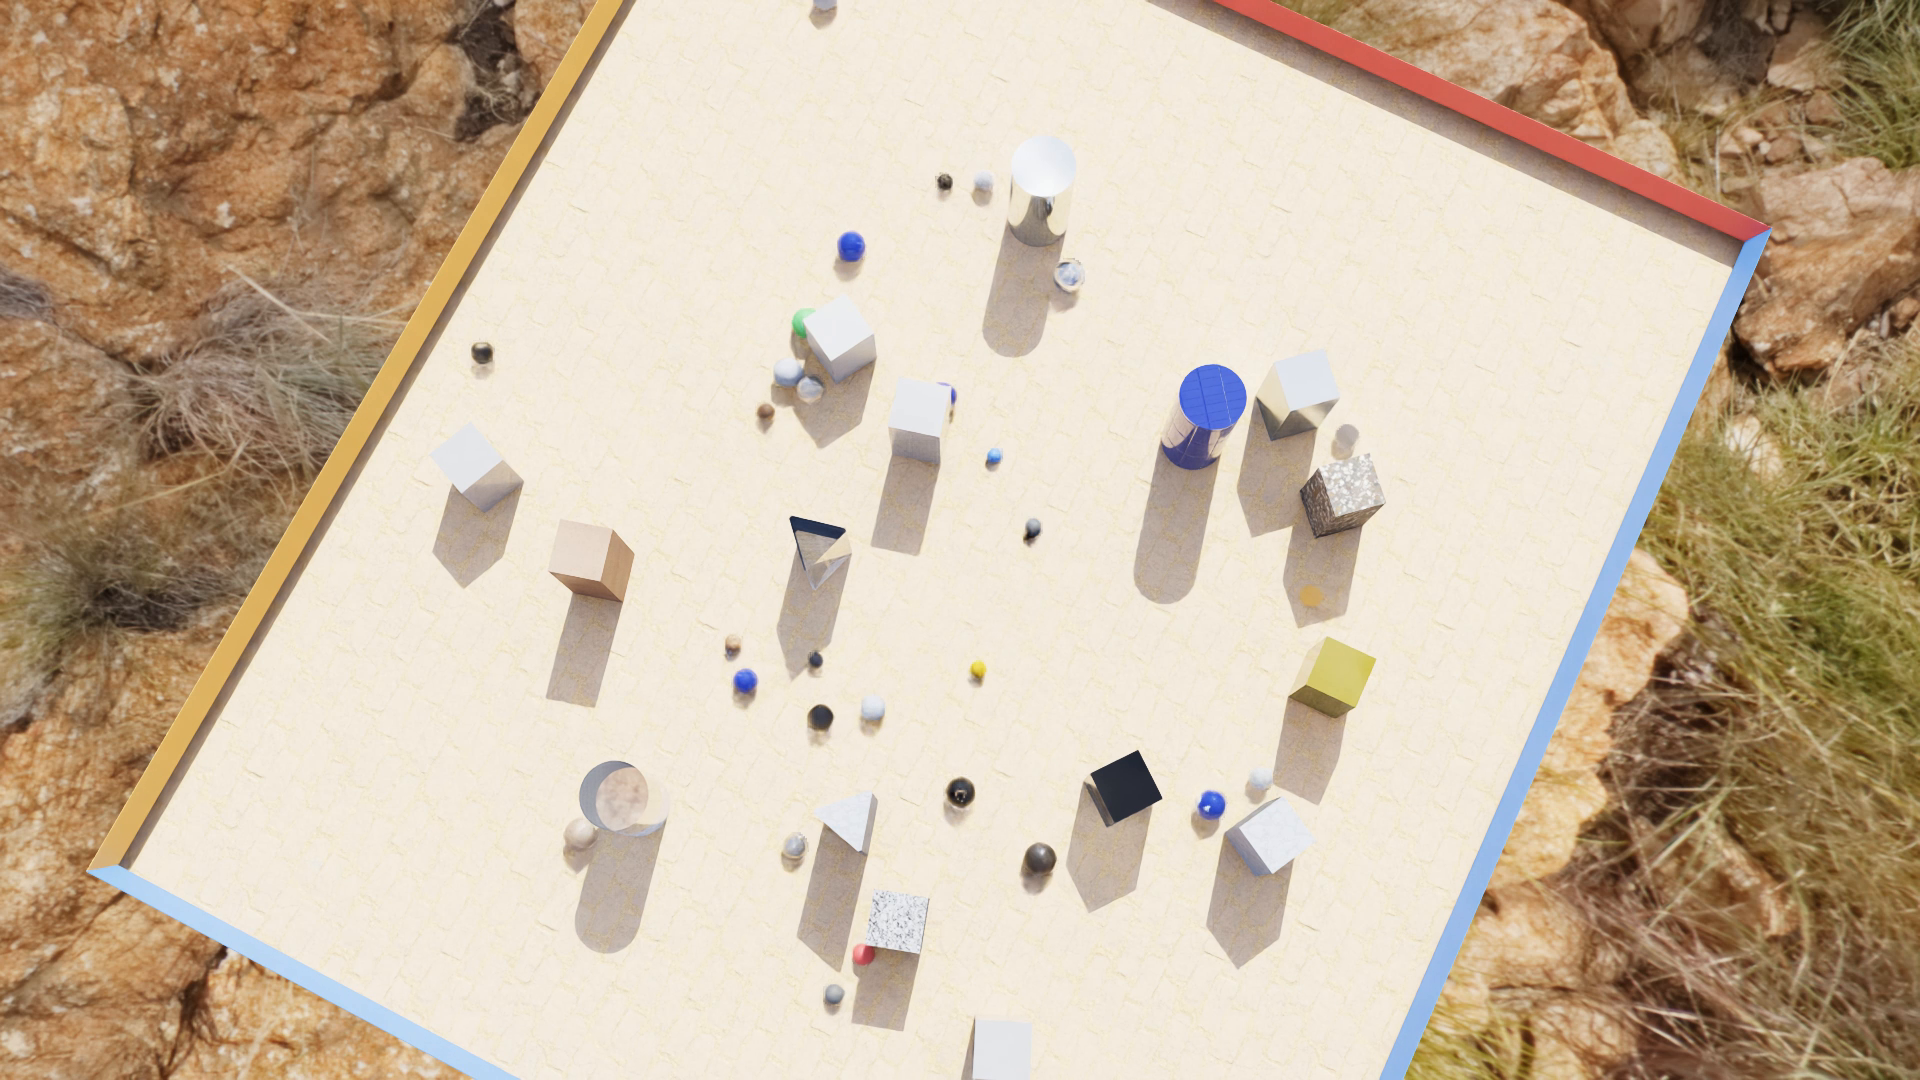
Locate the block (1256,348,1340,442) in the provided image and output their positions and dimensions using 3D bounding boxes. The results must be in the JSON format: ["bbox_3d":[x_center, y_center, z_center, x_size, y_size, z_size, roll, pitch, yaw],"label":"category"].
[{"bbox_3d":[1.016,-0.434,5.529,0.155,0.347,0.155,-16,79,-3],"label":"block"}]

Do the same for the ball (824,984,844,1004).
[{"bbox_3d":[-0.364,1.316,5.314,0.058,0.058,0.058,0,78,0],"label":"ball"}]

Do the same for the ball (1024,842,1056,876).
[{"bbox_3d":[0.235,0.934,5.374,0.096,0.096,0.096,0,78,0],"label":"ball"}]

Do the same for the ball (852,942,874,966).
[{"bbox_3d":[-0.280,1.206,5.334,0.064,0.064,0.064,0,78,0],"label":"ball"}]

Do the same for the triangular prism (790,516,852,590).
[{"bbox_3d":[-0.440,0.013,5.452,0.145,0.316,0.168,43,81,8],"label":"triangular prism"}]

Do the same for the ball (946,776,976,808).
[{"bbox_3d":[0.002,0.745,5.416,0.091,0.091,0.091,0,78,0],"label":"ball"}]

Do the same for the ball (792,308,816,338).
[{"bbox_3d":[-0.475,-0.677,5.707,0.097,0.097,0.097,0,78,0],"label":"ball"}]

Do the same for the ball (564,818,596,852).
[{"bbox_3d":[-1.117,0.867,5.388,0.096,0.096,0.096,0,78,0],"label":"ball"}]

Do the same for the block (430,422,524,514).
[{"bbox_3d":[-1.453,-0.216,5.522,0.155,0.272,0.155,-41,81,-8],"label":"block"}]

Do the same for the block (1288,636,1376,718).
[{"bbox_3d":[1.090,0.406,5.381,0.155,0.296,0.155,25,79,5],"label":"block"}]

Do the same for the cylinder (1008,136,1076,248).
[{"bbox_3d":[0.248,-1.065,5.625,0.194,0.416,0.194,0,78,0],"label":"cylinder"}]

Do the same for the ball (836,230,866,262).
[{"bbox_3d":[-0.342,-0.924,5.759,0.095,0.095,0.095,0,78,0],"label":"ball"}]

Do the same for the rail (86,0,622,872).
[{"bbox_3d":[-1.604,-0.779,5.712,0.045,0.126,4.016,26,80,5],"label":"rail"}]

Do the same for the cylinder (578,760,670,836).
[{"bbox_3d":[-0.959,0.747,5.265,0.194,0.385,0.194,0,78,0],"label":"cylinder"}]

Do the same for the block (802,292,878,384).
[{"bbox_3d":[-0.366,-0.615,5.619,0.155,0.245,0.155,-34,80,-7],"label":"block"}]

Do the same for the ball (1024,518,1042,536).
[{"bbox_3d":[0.224,-0.039,5.597,0.053,0.053,0.053,0,78,0],"label":"ball"}]

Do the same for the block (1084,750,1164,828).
[{"bbox_3d":[0.471,0.725,5.322,0.155,0.284,0.155,-26,79,-5],"label":"block"}]

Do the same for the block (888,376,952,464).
[{"bbox_3d":[-0.119,-0.356,5.522,0.155,0.330,0.155,12,79,2],"label":"block"}]

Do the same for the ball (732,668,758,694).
[{"bbox_3d":[-0.642,0.422,5.490,0.077,0.077,0.077,0,78,0],"label":"ball"}]

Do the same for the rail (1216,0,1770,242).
[{"bbox_3d":[0.888,-1.732,5.910,3.634,0.126,0.045,26,80,5],"label":"rail"}]

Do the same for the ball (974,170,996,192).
[{"bbox_3d":[0.078,-1.141,5.818,0.069,0.069,0.069,0,78,0],"label":"ball"}]

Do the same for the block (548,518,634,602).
[{"bbox_3d":[-1.086,0.065,5.416,0.155,0.366,0.155,11,79,2],"label":"block"}]

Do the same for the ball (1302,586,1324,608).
[{"bbox_3d":[1.067,0.170,5.547,0.067,0.067,0.067,0,78,0],"label":"ball"}]

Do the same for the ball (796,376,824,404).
[{"bbox_3d":[-0.462,-0.464,5.668,0.086,0.086,0.086,0,78,0],"label":"ball"}]

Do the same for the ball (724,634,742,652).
[{"bbox_3d":[-0.684,0.310,5.526,0.051,0.051,0.051,0,78,0],"label":"ball"}]

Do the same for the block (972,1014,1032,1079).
[{"bbox_3d":[0.116,1.426,5.158,0.155,0.321,0.155,3,78,1],"label":"block"}]

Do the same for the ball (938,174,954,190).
[{"bbox_3d":[-0.046,-1.137,5.825,0.053,0.053,0.053,0,78,0],"label":"ball"}]

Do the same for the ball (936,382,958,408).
[{"bbox_3d":[-0.054,-0.442,5.661,0.092,0.092,0.092,0,78,0],"label":"ball"}]

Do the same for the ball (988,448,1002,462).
[{"bbox_3d":[0.106,-0.260,5.647,0.046,0.046,0.046,0,78,0],"label":"ball"}]

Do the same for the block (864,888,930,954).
[{"bbox_3d":[-0.178,1.093,5.258,0.155,0.258,0.155,9,78,2],"label":"block"}]

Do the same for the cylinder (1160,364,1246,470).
[{"bbox_3d":[0.720,-0.359,5.446,0.194,0.479,0.194,0,78,0],"label":"cylinder"}]

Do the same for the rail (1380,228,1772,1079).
[{"bbox_3d":[1.604,0.792,5.387,0.045,0.126,4.016,26,80,5],"label":"rail"}]

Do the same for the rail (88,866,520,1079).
[{"bbox_3d":[-0.888,1.745,5.190,3.634,0.126,0.045,26,80,5],"label":"rail"}]

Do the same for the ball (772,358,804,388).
[{"bbox_3d":[-0.533,-0.519,5.676,0.093,0.093,0.093,0,78,0],"label":"ball"}]

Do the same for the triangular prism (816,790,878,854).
[{"bbox_3d":[-0.293,0.788,5.257,0.168,0.384,0.145,40,81,8],"label":"triangular prism"}]

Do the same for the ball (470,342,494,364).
[{"bbox_3d":[-1.486,-0.583,5.701,0.072,0.072,0.072,0,78,0],"label":"ball"}]

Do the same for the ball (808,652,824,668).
[{"bbox_3d":[-0.433,0.363,5.517,0.048,0.048,0.048,0,78,0],"label":"ball"}]

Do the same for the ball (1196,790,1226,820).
[{"bbox_3d":[0.740,0.782,5.409,0.090,0.090,0.090,0,78,0],"label":"ball"}]

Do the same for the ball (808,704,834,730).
[{"bbox_3d":[-0.415,0.529,5.466,0.080,0.080,0.080,0,78,0],"label":"ball"}]

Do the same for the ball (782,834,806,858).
[{"bbox_3d":[-0.488,0.903,5.394,0.071,0.071,0.071,0,78,0],"label":"ball"}]

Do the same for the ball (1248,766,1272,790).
[{"bbox_3d":[0.891,0.707,5.435,0.068,0.068,0.068,0,78,0],"label":"ball"}]

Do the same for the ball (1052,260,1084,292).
[{"bbox_3d":[0.339,-0.826,5.738,0.097,0.097,0.097,0,78,0],"label":"ball"}]

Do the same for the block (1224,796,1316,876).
[{"bbox_3d":[0.890,0.856,5.283,0.155,0.307,0.155,-35,80,-7],"label":"block"}]

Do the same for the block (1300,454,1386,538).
[{"bbox_3d":[1.141,-0.129,5.481,0.155,0.317,0.155,-15,79,-3],"label":"block"}]

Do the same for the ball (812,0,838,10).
[{"bbox_3d":[-0.438,-1.762,5.937,0.087,0.087,0.087,0,78,0],"label":"ball"}]

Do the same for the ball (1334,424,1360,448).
[{"bbox_3d":[1.192,-0.322,5.646,0.073,0.073,0.073,0,78,0],"label":"ball"}]

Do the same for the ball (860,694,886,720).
[{"bbox_3d":[-0.259,0.500,5.474,0.077,0.077,0.077,0,78,0],"label":"ball"}]

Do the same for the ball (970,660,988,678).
[{"bbox_3d":[0.055,0.387,5.509,0.053,0.053,0.053,0,78,0],"label":"ball"}]

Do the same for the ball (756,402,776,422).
[{"bbox_3d":[-0.600,-0.396,5.670,0.057,0.057,0.057,0,78,0],"label":"ball"}]
